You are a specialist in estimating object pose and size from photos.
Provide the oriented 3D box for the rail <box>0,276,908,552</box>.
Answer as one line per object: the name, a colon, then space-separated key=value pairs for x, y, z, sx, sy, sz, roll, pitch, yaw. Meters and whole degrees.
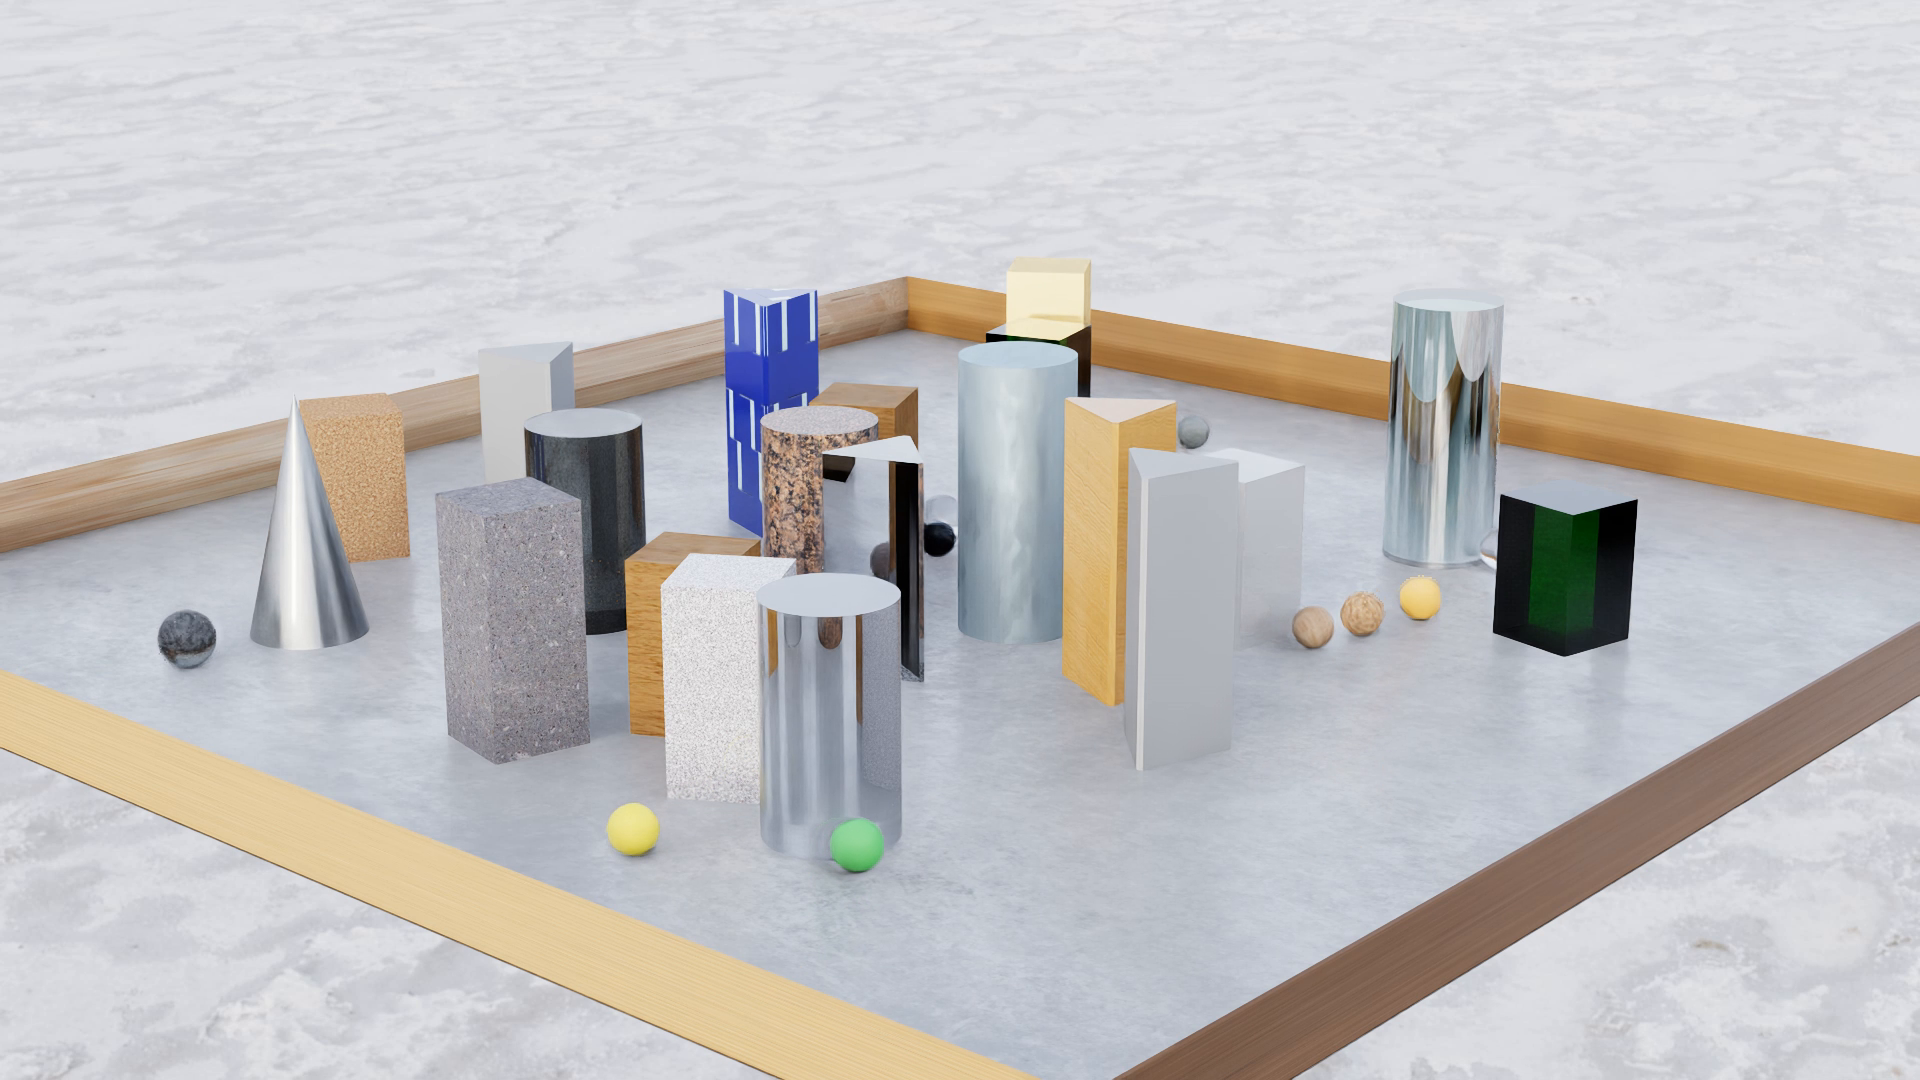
rail: x=-1.108 y=-0.245 z=6.041 sx=0.045 sy=0.129 sz=3.040 roll=14 pitch=22 yaw=39

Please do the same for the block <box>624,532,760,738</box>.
block: x=-0.404 y=0.148 z=4.485 sx=0.158 sy=0.276 sz=0.158 roll=5 pitch=17 yaw=16

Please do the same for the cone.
cone: x=-1.096 y=-0.045 z=4.885 sx=0.198 sy=0.415 sz=0.198 roll=0 pitch=17 yaw=0

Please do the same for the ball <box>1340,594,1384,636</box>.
ball: x=0.674 y=0.125 z=4.918 sx=0.071 sy=0.071 sz=0.071 roll=0 pitch=17 yaw=0

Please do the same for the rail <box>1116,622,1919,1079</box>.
rail: x=1.108 y=0.310 z=4.199 sx=0.045 sy=0.129 sz=3.040 roll=14 pitch=22 yaw=39

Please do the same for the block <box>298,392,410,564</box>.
block: x=-1.106 y=-0.113 z=5.356 sx=0.158 sy=0.272 sz=0.158 roll=-6 pitch=18 yaw=-21

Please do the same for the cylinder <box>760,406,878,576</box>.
cylinder: x=-0.235 y=-0.034 z=4.964 sx=0.198 sy=0.348 sz=0.198 roll=0 pitch=17 yaw=0

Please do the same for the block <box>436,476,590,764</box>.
block: x=-0.670 y=0.119 z=4.397 sx=0.158 sy=0.382 sz=0.158 roll=-12 pitch=20 yaw=-34

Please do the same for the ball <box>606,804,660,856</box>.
ball: x=-0.448 y=0.396 z=4.015 sx=0.072 sy=0.072 sz=0.072 roll=0 pitch=17 yaw=0

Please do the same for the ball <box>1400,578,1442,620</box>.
ball: x=0.786 y=0.100 z=4.997 sx=0.072 sy=0.072 sz=0.072 roll=0 pitch=17 yaw=0

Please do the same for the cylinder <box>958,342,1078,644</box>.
cylinder: x=0.095 y=-0.081 z=4.905 sx=0.198 sy=0.471 sz=0.198 roll=0 pitch=17 yaw=0

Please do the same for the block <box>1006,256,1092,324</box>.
block: x=0.185 y=-0.391 z=6.111 sx=0.158 sy=0.369 sz=0.158 roll=2 pitch=17 yaw=7

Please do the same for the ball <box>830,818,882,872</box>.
ball: x=-0.140 y=0.412 z=3.961 sx=0.072 sy=0.072 sz=0.072 roll=0 pitch=17 yaw=0

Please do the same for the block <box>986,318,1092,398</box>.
block: x=0.157 y=-0.276 z=5.852 sx=0.158 sy=0.299 sz=0.158 roll=8 pitch=18 yaw=24

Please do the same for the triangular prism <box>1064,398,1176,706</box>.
triangular prism: x=0.227 y=0.009 z=4.631 sx=0.149 sy=0.458 sz=0.172 roll=12 pitch=21 yaw=35

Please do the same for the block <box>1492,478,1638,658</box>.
block: x=1.007 y=0.044 z=4.885 sx=0.158 sy=0.243 sz=0.158 roll=-12 pitch=21 yaw=-35

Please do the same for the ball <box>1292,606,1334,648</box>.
ball: x=0.585 y=0.143 z=4.854 sx=0.071 sy=0.071 sz=0.071 roll=0 pitch=17 yaw=0

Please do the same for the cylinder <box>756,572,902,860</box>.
cylinder: x=-0.179 y=0.242 z=4.045 sx=0.198 sy=0.350 sz=0.198 roll=0 pitch=17 yaw=0

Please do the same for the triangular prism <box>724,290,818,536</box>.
triangular prism: x=-0.375 y=-0.244 z=5.493 sx=0.149 sy=0.445 sz=0.172 roll=10 pitch=19 yaw=29

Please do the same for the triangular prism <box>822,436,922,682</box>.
triangular prism: x=-0.113 y=0.025 z=4.741 sx=0.172 sy=0.364 sz=0.149 roll=6 pitch=18 yaw=20

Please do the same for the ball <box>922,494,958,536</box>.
ball: x=-0.035 y=-0.040 z=5.431 sx=0.090 sy=0.090 sz=0.090 roll=0 pitch=17 yaw=0

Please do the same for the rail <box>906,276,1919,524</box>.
rail: x=0.981 y=-0.294 z=6.202 sx=2.982 sy=0.129 sz=0.045 roll=14 pitch=22 yaw=39

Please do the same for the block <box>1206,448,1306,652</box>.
block: x=0.461 y=0.013 z=4.909 sx=0.158 sy=0.289 sz=0.158 roll=16 pitch=23 yaw=42

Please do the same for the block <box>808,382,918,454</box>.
block: x=-0.172 y=-0.115 z=5.310 sx=0.158 sy=0.303 sz=0.158 roll=4 pitch=17 yaw=14

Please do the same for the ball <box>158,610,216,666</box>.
ball: x=-1.256 y=0.160 z=4.762 sx=0.093 sy=0.093 sz=0.093 roll=0 pitch=17 yaw=0

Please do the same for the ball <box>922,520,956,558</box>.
ball: x=-0.041 y=-0.002 z=5.345 sx=0.066 sy=0.066 sz=0.066 roll=0 pitch=17 yaw=0

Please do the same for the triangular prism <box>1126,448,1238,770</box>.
triangular prism: x=0.295 y=0.095 z=4.365 sx=0.172 sy=0.447 sz=0.149 roll=-11 pitch=20 yaw=-32

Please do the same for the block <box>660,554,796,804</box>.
block: x=-0.329 y=0.199 z=4.236 sx=0.158 sy=0.321 sz=0.158 roll=3 pitch=17 yaw=10

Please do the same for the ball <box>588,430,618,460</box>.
ball: x=-0.729 y=-0.194 z=5.990 sx=0.062 sy=0.062 sz=0.062 roll=0 pitch=17 yaw=0

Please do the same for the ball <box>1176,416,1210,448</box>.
ball: x=0.484 y=-0.225 z=6.082 sx=0.068 sy=0.068 sz=0.068 roll=0 pitch=17 yaw=0

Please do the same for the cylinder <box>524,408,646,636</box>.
cylinder: x=-0.632 y=-0.033 z=4.968 sx=0.198 sy=0.343 sz=0.198 roll=0 pitch=17 yaw=0

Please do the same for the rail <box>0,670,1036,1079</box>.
rail: x=-0.981 y=0.358 z=4.038 sx=2.982 sy=0.129 sz=0.045 roll=14 pitch=22 yaw=39

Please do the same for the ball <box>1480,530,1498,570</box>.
ball: x=0.972 y=0.018 z=5.265 sx=0.075 sy=0.075 sz=0.075 roll=0 pitch=17 yaw=0

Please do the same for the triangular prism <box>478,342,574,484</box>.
triangular prism: x=-0.750 y=-0.159 z=5.313 sx=0.172 sy=0.385 sz=0.149 roll=12 pitch=21 yaw=35

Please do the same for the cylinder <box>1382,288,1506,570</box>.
cylinder: x=0.873 y=-0.202 z=5.303 sx=0.198 sy=0.474 sz=0.198 roll=0 pitch=17 yaw=0
